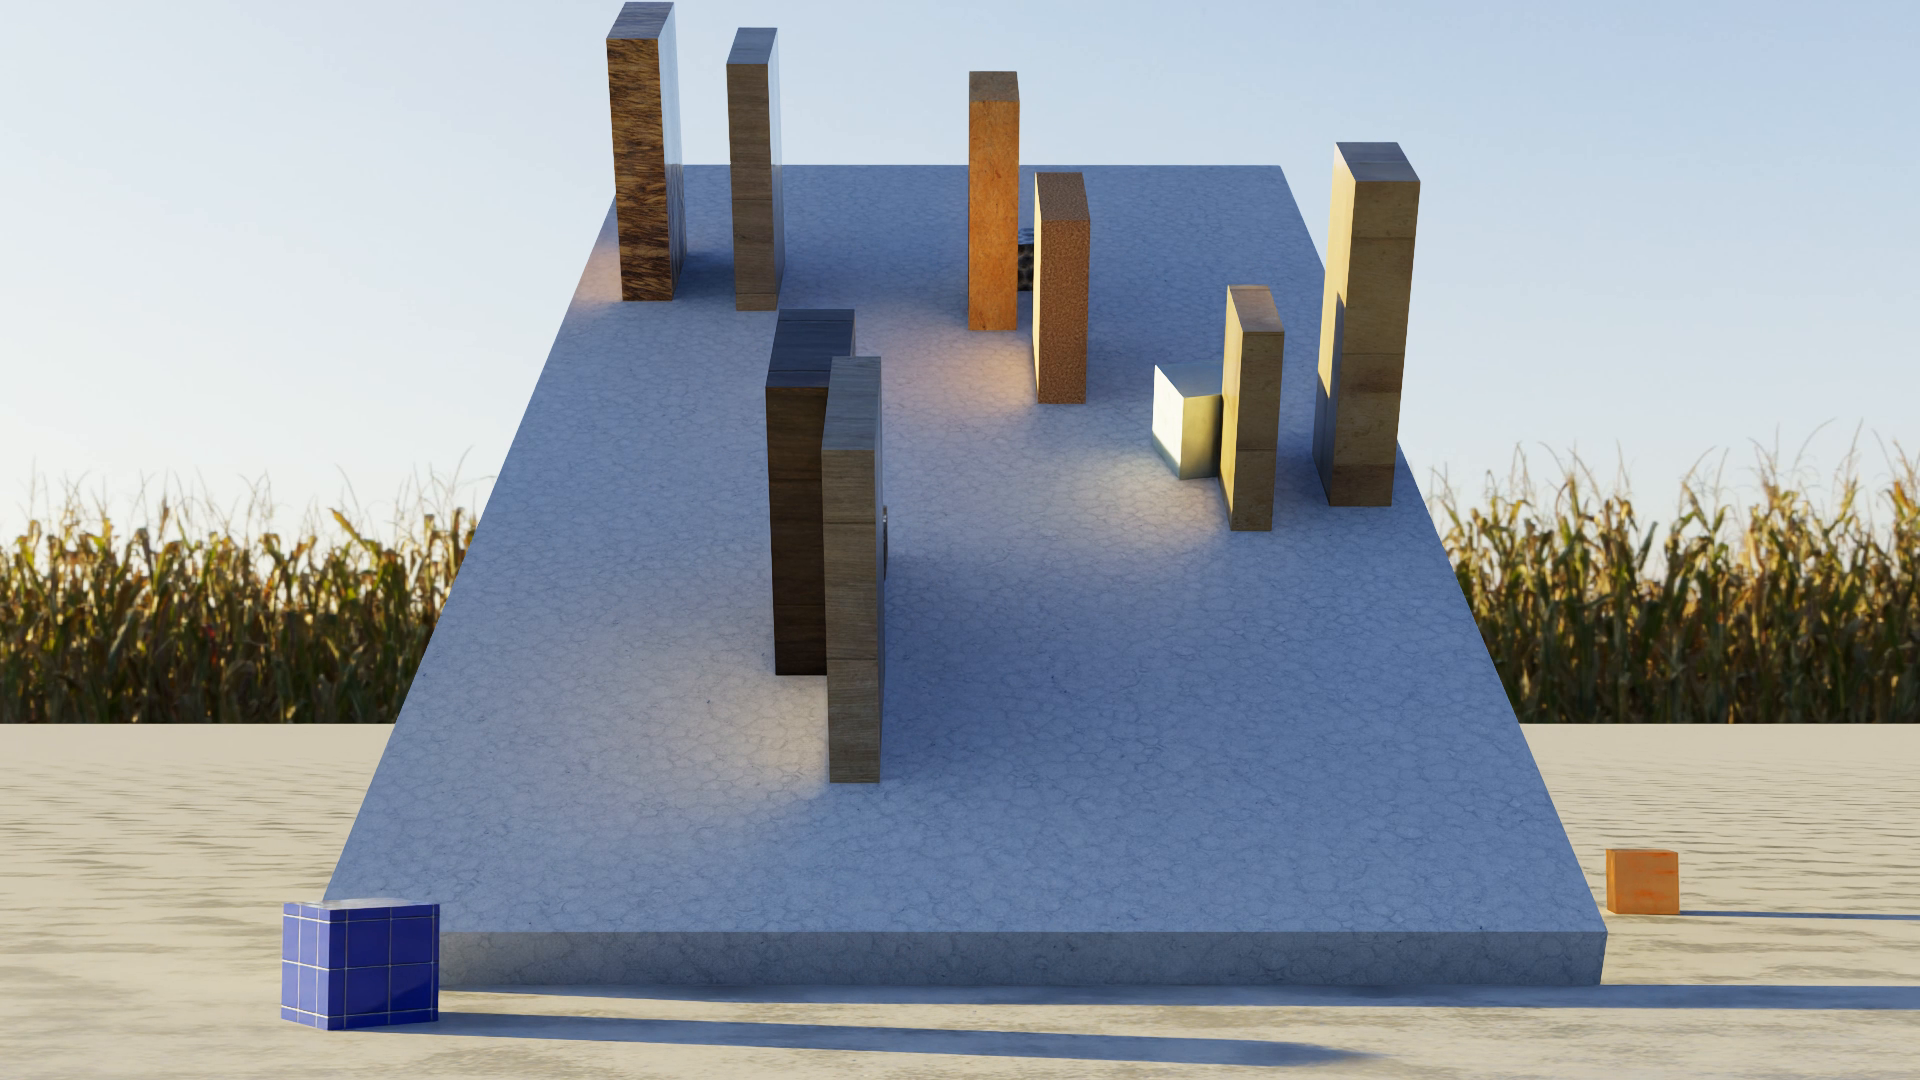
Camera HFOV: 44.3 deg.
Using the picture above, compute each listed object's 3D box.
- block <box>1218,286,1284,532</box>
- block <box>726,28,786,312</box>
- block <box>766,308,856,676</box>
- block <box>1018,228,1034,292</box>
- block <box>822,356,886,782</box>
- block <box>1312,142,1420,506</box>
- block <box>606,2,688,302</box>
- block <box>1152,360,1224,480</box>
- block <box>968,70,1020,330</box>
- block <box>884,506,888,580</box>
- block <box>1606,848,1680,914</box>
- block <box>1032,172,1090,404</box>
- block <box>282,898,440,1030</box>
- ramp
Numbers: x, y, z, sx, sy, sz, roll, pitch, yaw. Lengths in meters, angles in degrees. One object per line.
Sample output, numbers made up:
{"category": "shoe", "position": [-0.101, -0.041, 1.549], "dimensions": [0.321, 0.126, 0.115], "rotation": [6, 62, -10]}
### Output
{"category": "block", "position": [0.606, -0.277, 4.930], "dimensions": [0.084, 0.443, 0.273], "rotation": [0, 26, 0]}
{"category": "block", "position": [-0.525, -0.961, 6.095], "dimensions": [0.103, 0.645, 0.371], "rotation": [0, 26, 0]}
{"category": "block", "position": [-0.269, -0.093, 4.398], "dimensions": [0.142, 0.574, 0.389], "rotation": [0, 26, 0]}
{"category": "block", "position": [0.139, -0.742, 6.237], "dimensions": [0.130, 0.130, 0.130], "rotation": [-3, 26, -6]}
{"category": "block", "position": [-0.180, 0.047, 4.059], "dimensions": [0.085, 0.620, 0.403], "rotation": [0, 26, 0]}
{"category": "block", "position": [0.853, -0.454, 4.980], "dimensions": [0.131, 0.717, 0.274], "rotation": [0, 26, 0]}
{"category": "block", "position": [-0.814, -1.017, 6.159], "dimensions": [0.128, 0.689, 0.393], "rotation": [0, 26, 0]}
{"category": "block", "position": [0.550, -0.268, 5.194], "dimensions": [0.195, 0.195, 0.195], "rotation": [-6, 27, -12]}
{"category": "block", "position": [0.083, -0.856, 5.946], "dimensions": [0.121, 0.591, 0.280], "rotation": [0, 26, 0]}
{"category": "block", "position": [-0.204, 0.005, 4.724], "dimensions": [0.112, 0.112, 0.112], "rotation": [0, 26, 1]}
{"category": "block", "position": [1.461, 0.732, 5.048], "dimensions": [0.130, 0.130, 0.130], "rotation": [-1, -4, 7]}
{"category": "block", "position": [0.238, -0.601, 5.585], "dimensions": [0.112, 0.448, 0.363], "rotation": [0, 26, 0]}
{"category": "block", "position": [-0.827, 0.582, 3.251], "dimensions": [0.159, 0.159, 0.159], "rotation": [3, -5, -38]}
{"category": "ramp", "position": [-0.010, -0.229, 5.446], "dimensions": [2.000, 0.100, 4.000], "rotation": [0, 26, 0]}
